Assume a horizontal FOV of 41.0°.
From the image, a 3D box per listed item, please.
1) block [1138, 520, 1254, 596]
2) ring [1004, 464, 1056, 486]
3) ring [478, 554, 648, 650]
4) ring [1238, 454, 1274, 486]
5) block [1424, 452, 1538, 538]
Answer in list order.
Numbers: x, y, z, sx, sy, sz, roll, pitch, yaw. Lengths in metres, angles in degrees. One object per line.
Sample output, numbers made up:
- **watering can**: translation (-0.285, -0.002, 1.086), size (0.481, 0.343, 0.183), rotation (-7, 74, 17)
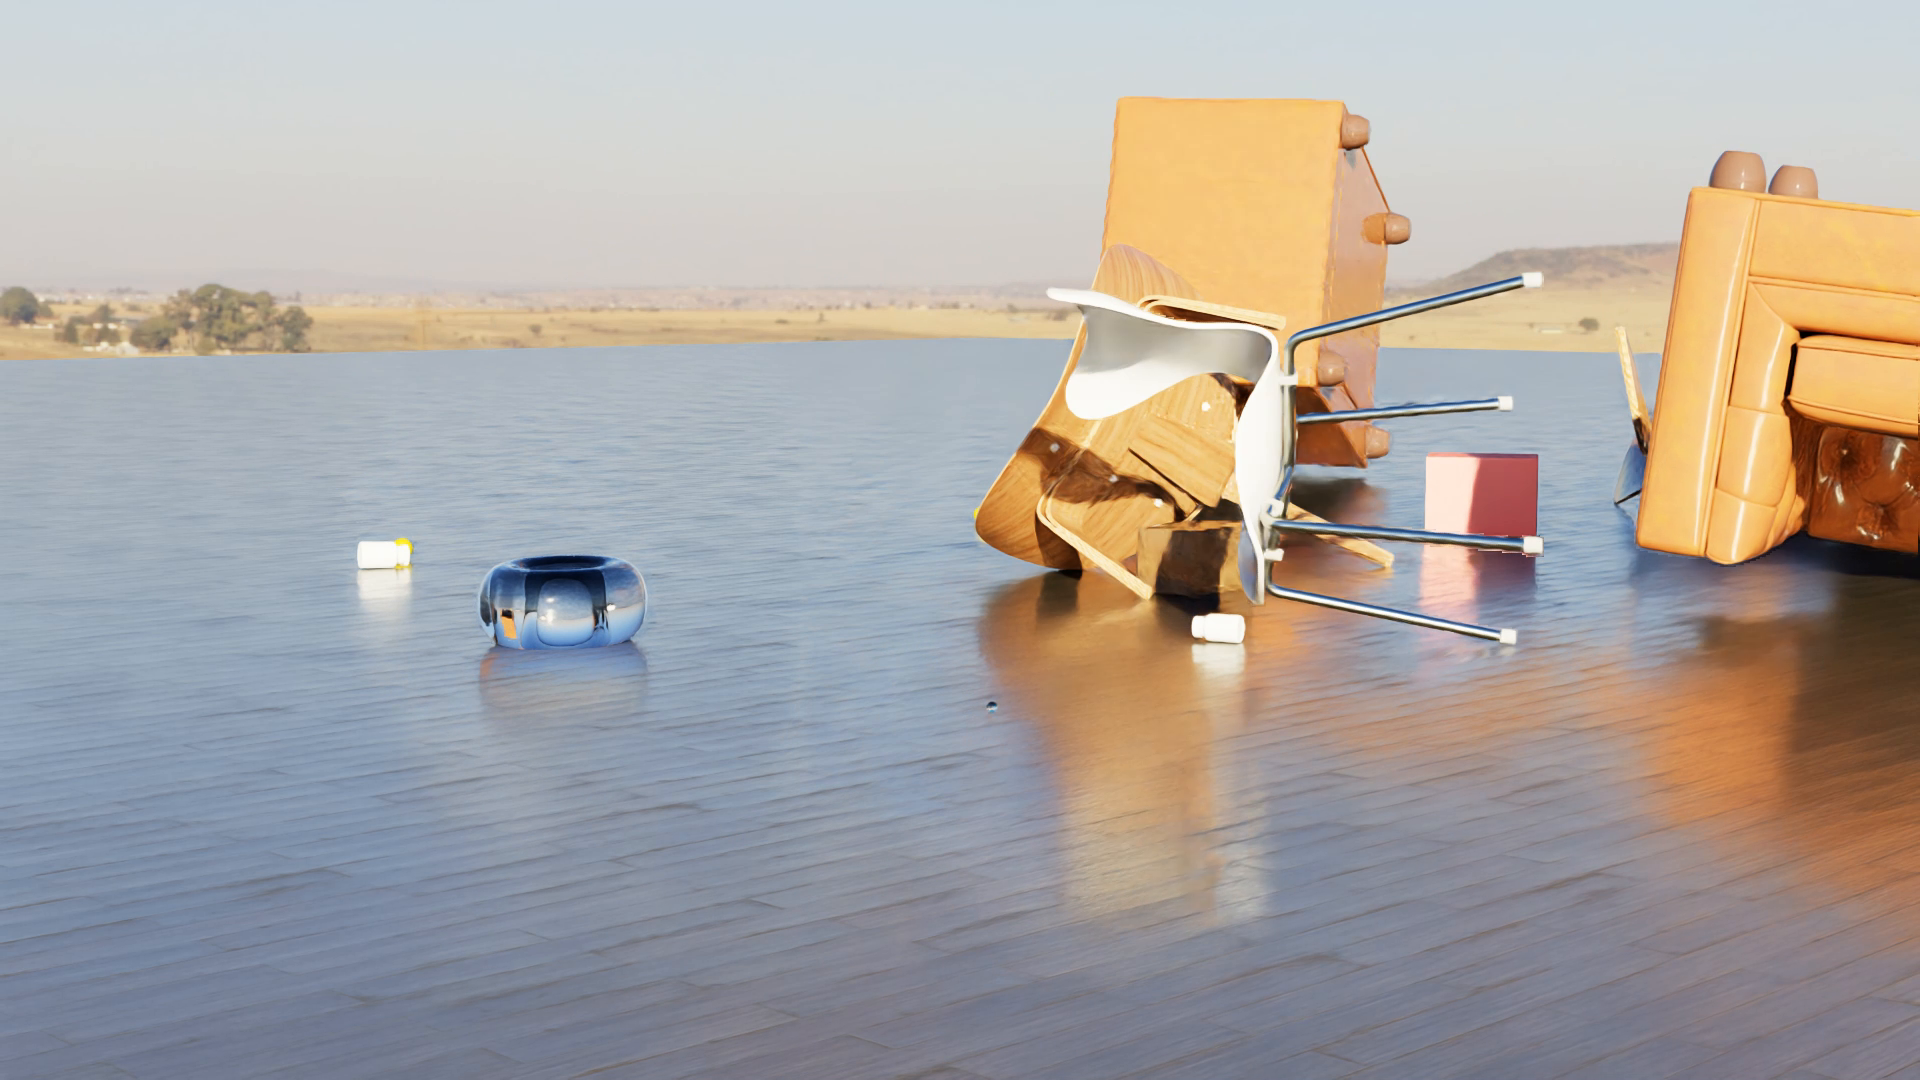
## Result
- **block**: translation (0.498, 0.036, 5.406), size (0.143, 0.135, 0.218), rotation (5, 8, 42)
- **ring**: translation (0.221, -0.204, 8.105), size (0.170, 0.059, 0.126), rotation (2, 7, 27)
- **ring**: translation (-0.717, 0.112, 4.634), size (0.314, 0.145, 0.280), rotation (-6, 10, -39)
- **ring**: translation (0.931, -0.221, 8.059), size (0.124, 0.098, 0.059), rotation (33, 9, -25)
- **block**: translation (1.339, -0.118, 6.581), size (0.276, 0.199, 0.176), rotation (1, 6, 13)
